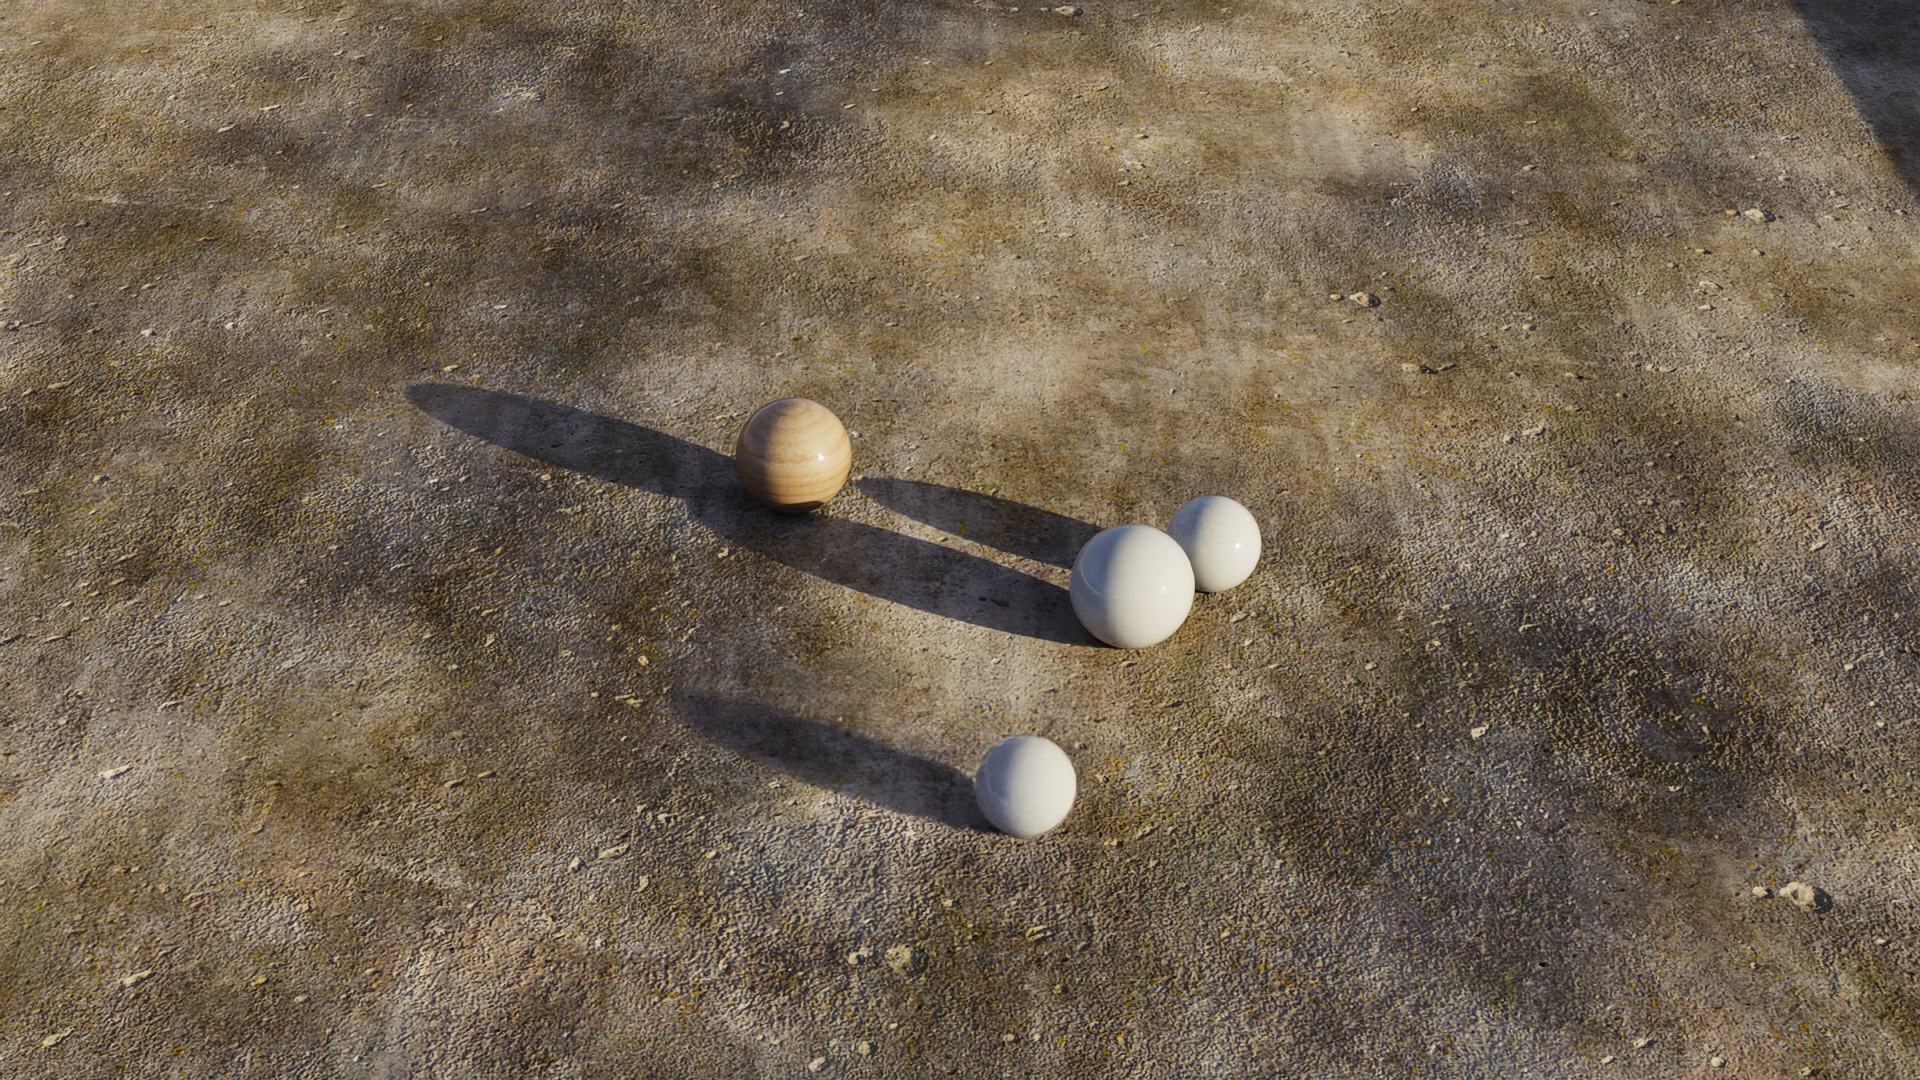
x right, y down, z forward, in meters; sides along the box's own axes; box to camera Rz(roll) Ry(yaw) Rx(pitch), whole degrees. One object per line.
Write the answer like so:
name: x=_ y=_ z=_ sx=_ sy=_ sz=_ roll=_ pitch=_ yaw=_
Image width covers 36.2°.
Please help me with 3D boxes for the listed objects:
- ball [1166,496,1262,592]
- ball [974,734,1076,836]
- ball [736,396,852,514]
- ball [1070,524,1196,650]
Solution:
ball: x=0.143 y=0.002 z=1.662 sx=0.055 sy=0.055 sz=0.055 roll=0 pitch=30 yaw=0
ball: x=0.032 y=0.122 z=1.462 sx=0.051 sy=0.051 sz=0.051 roll=0 pitch=30 yaw=0
ball: x=-0.098 y=-0.050 z=1.739 sx=0.069 sy=0.069 sz=0.069 roll=0 pitch=30 yaw=0
ball: x=0.094 y=0.025 z=1.609 sx=0.069 sy=0.069 sz=0.069 roll=0 pitch=30 yaw=0
